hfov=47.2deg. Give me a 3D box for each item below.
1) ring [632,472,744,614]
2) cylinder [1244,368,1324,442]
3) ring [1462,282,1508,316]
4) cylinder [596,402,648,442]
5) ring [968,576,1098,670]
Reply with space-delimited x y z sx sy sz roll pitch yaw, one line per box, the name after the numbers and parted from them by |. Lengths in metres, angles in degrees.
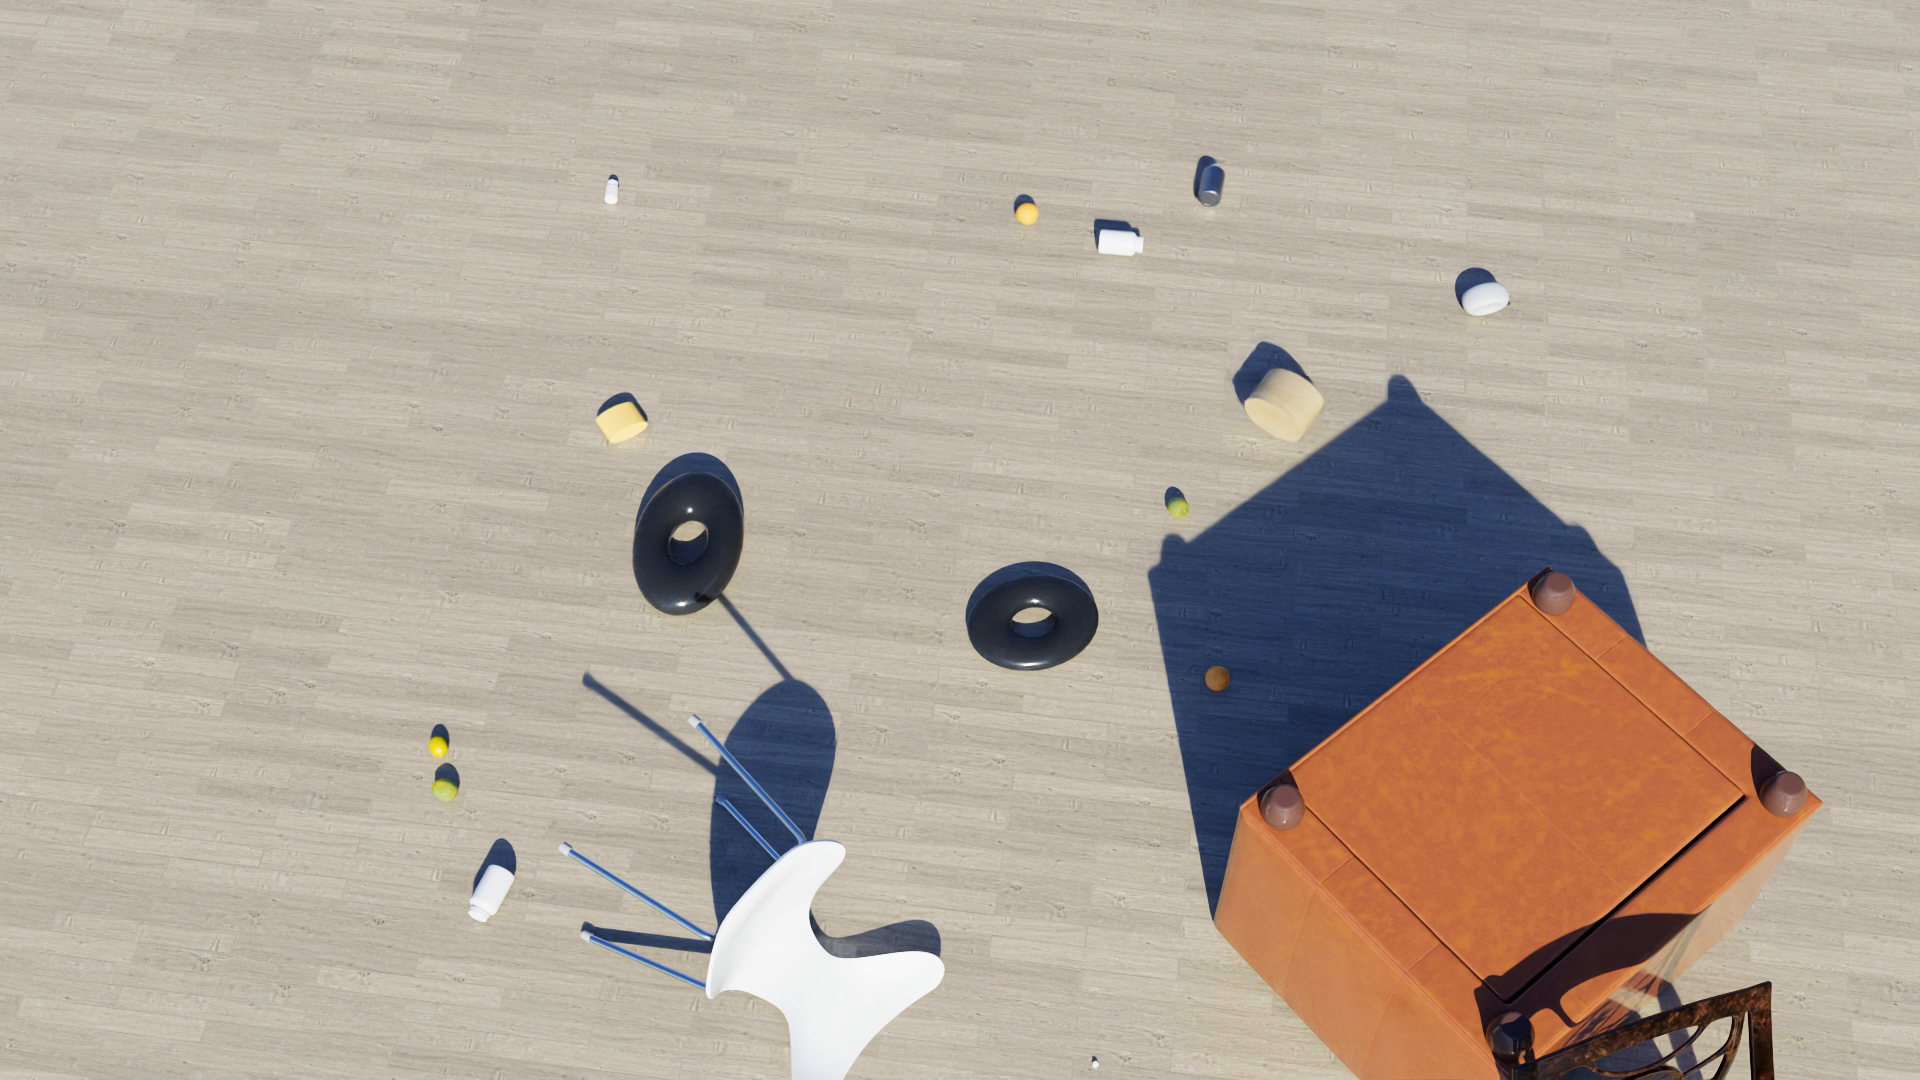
-0.803 0.007 6.505 0.324 0.109 0.506 5 56 3 | ring
0.998 -0.417 6.767 0.205 0.143 0.144 33 62 11 | cylinder
1.681 -0.772 7.037 0.150 0.094 0.078 -13 64 7 | ring
-1.043 -0.363 6.782 0.130 0.058 0.092 -27 60 -20 | cylinder
0.212 0.239 6.375 0.389 0.066 0.314 -14 58 -10 | ring
